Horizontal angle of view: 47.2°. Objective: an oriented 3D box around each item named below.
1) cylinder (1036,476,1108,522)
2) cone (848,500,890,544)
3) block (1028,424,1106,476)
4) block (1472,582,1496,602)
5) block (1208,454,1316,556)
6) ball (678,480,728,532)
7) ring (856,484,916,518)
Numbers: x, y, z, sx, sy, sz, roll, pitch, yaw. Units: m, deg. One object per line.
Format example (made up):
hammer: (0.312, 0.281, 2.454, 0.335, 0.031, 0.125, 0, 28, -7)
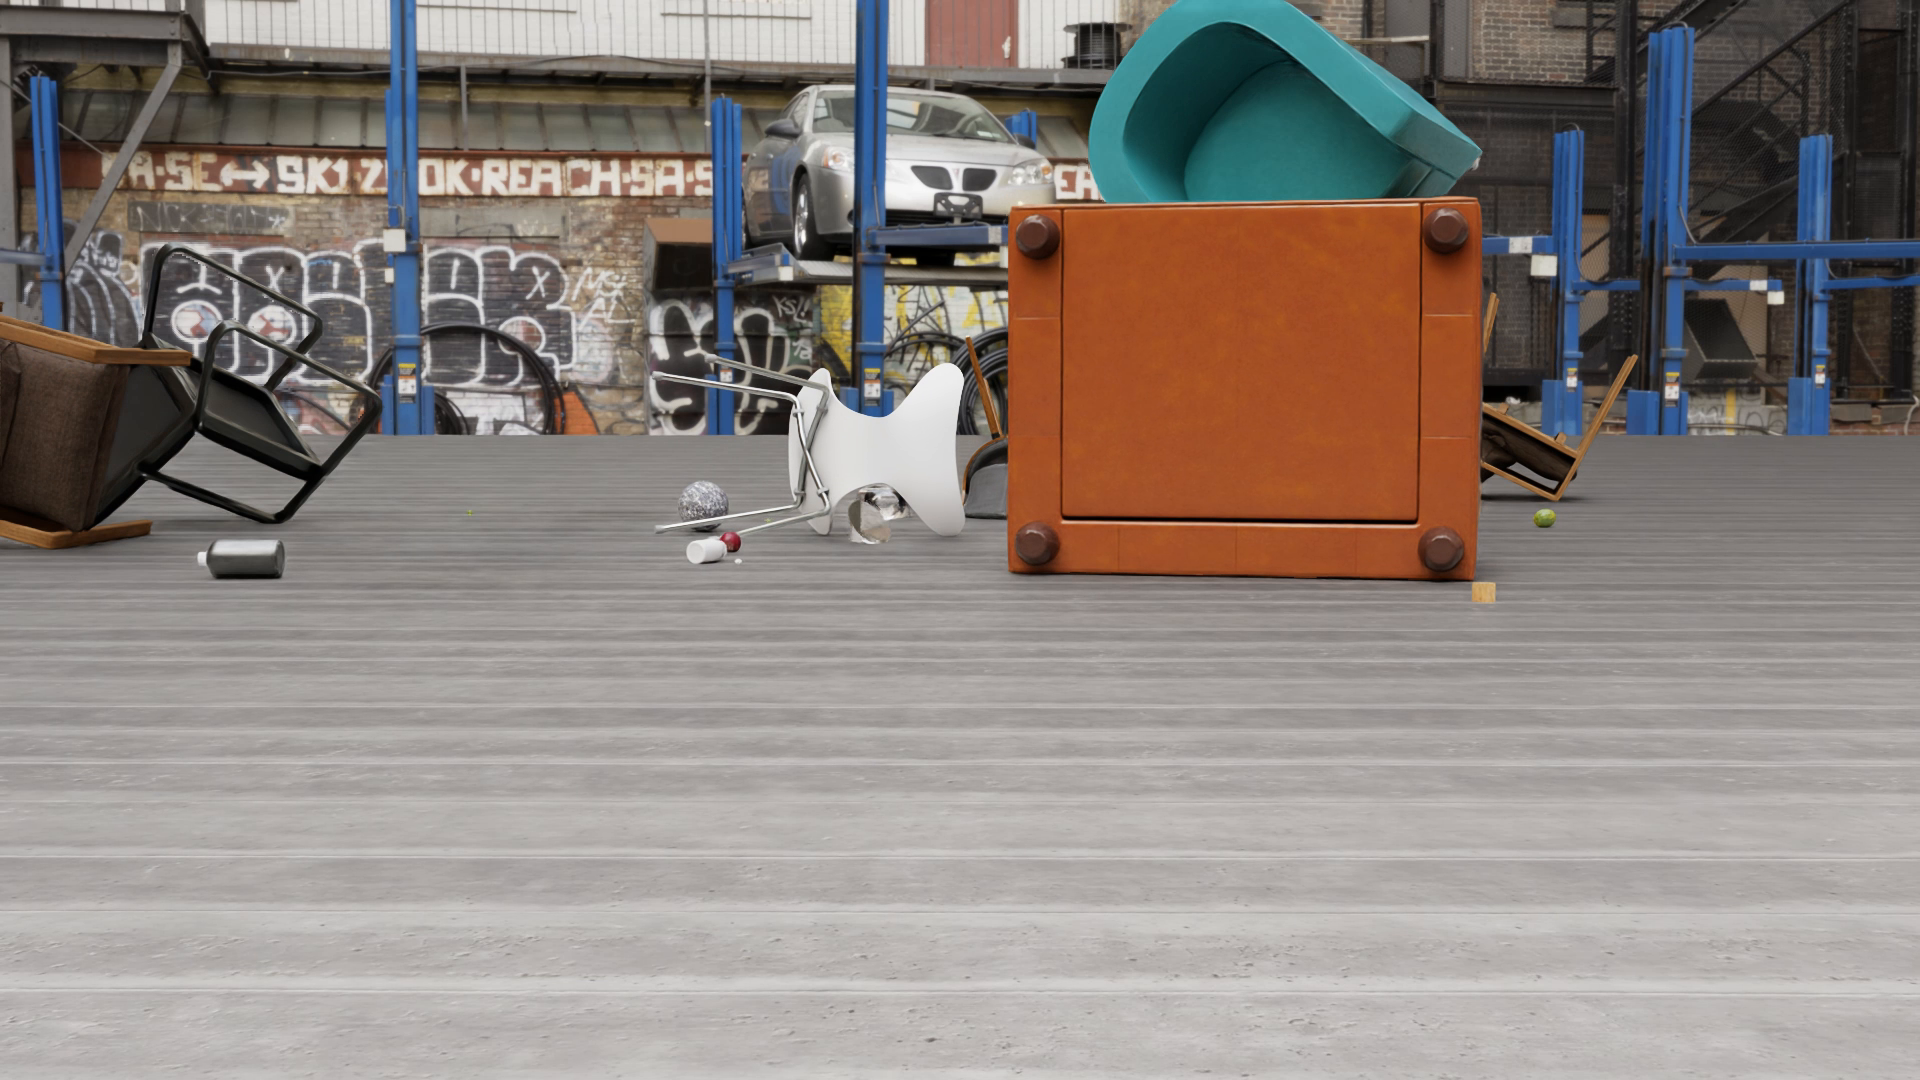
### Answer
cylinder: (0.377, -0.137, 7.435, 0.248, 0.148, 0.137, 1, 6, 15)
cone: (-0.292, -0.023, 6.437, 0.127, 0.154, 0.105, -26, -15, -47)
block: (0.369, -0.313, 7.599, 0.173, 0.123, 0.205, 20, 18, 31)
block: (1.106, 0.110, 4.645, 0.035, 0.040, 0.033, -2, 4, -24)
block: (0.832, -0.100, 6.043, 0.238, 0.249, 0.182, 2, 11, 28)
ball: (-0.809, -0.106, 6.930, 0.160, 0.160, 0.160, 0, 4, 0)
ring: (-0.261, -0.133, 7.695, 0.207, 0.110, 0.269, 0, 5, 10)
